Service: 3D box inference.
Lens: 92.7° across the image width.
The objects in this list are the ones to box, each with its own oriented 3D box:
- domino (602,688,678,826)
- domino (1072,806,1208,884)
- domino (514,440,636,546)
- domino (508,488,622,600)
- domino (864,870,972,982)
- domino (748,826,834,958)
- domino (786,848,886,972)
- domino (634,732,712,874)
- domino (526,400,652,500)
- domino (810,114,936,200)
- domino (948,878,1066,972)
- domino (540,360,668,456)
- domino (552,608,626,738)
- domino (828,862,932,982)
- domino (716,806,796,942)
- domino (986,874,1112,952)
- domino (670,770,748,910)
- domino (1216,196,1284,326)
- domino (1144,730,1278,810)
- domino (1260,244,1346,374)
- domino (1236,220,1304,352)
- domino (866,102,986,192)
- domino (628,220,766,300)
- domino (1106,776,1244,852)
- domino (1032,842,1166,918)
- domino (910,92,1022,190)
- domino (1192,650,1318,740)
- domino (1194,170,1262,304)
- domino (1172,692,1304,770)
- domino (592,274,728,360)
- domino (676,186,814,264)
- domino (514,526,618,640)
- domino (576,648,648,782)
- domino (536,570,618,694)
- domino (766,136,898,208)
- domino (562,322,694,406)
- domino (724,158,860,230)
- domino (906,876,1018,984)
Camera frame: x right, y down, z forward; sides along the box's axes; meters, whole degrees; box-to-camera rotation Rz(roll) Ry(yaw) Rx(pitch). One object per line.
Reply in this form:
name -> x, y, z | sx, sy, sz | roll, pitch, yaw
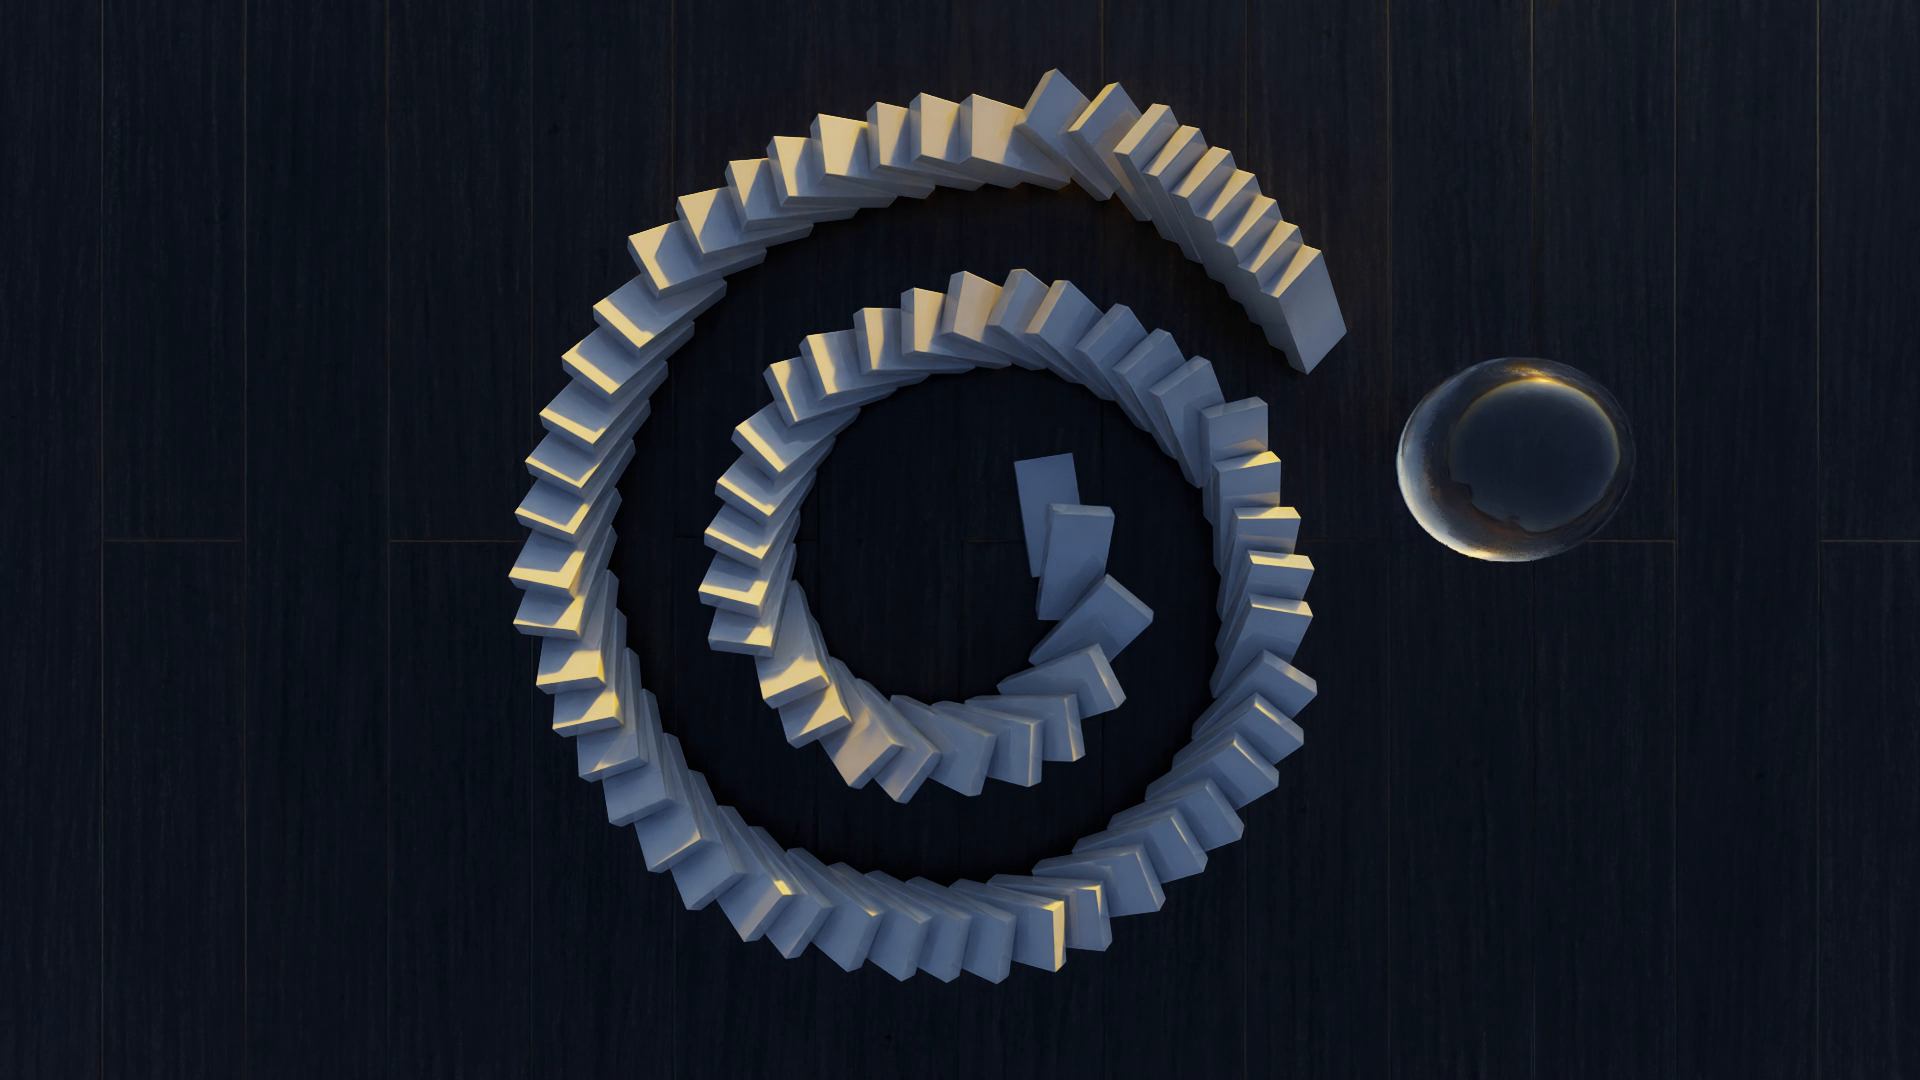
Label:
domino -> -0.137, 0.091, 0.384 | 0.025, 0.009, 0.050 | -23, 61, 0
domino -> 0.074, 0.132, 0.383 | 0.050, 0.010, 0.025 | -31, 91, 31
domino -> -0.160, -0.025, 0.383 | 0.025, 0.009, 0.050 | 20, 60, 0
domino -> -0.164, -0.001, 0.382 | 0.025, 0.009, 0.050 | 11, 59, 3
domino -> -0.021, 0.160, 0.383 | 0.050, 0.010, 0.025 | 13, 90, 33
domino -> -0.078, 0.146, 0.383 | 0.050, 0.009, 0.025 | 35, 90, 31
domino -> -0.057, 0.153, 0.382 | 0.050, 0.010, 0.025 | 24, 92, 32
domino -> -0.124, 0.109, 0.383 | 0.025, 0.010, 0.050 | -32, 60, 2
domino -> -0.154, -0.043, 0.383 | 0.025, 0.010, 0.050 | 25, 60, 1
domino -> -0.036, -0.159, 0.382 | 0.050, 0.010, 0.025 | -5, 84, -31
domino -> 0.019, 0.160, 0.382 | 0.050, 0.009, 0.025 | -1, 93, 34
domino -> -0.148, -0.061, 0.383 | 0.025, 0.009, 0.050 | 29, 60, 2
domino -> -0.154, 0.055, 0.382 | 0.025, 0.009, 0.050 | -12, 57, 0
domino -> -0.037, 0.158, 0.382 | 0.050, 0.009, 0.025 | 18, 93, 33
domino -> -0.092, 0.138, 0.382 | 0.050, 0.010, 0.025 | 41, 93, 31
domino -> 0.037, 0.155, 0.384 | 0.050, 0.009, 0.025 | -8, 90, 29
domino -> -0.111, 0.125, 0.383 | 0.025, 0.010, 0.050 | -38, 60, 2
domino -> 0.125, -0.114, 0.379 | 0.025, 0.050, 0.010 | -47, 46, 0
domino -> 0.104, 0.103, 0.382 | 0.025, 0.010, 0.050 | 44, 122, -4
domino -> 0.143, -0.094, 0.379 | 0.025, 0.050, 0.010 | -47, 46, 0
domino -> 0.133, -0.104, 0.379 | 0.025, 0.050, 0.009 | -47, 46, 0
domino -> -0.014, -0.164, 0.383 | 0.050, 0.010, 0.025 | -3, 90, -31
domino -> -0.110, -0.122, 0.385 | 0.050, 0.010, 0.025 | -30, 90, -26
domino -> 0.089, 0.120, 0.383 | 0.050, 0.009, 0.025 | -34, 91, 31
domino -> 0.057, 0.144, 0.383 | 0.050, 0.009, 0.025 | -22, 90, 31
domino -> 0.003, -0.166, 0.382 | 0.050, 0.010, 0.025 | 1, 88, -32
domino -> 0.122, 0.071, 0.383 | 0.025, 0.009, 0.050 | 32, 121, 0
domino -> 0.116, -0.124, 0.379 | 0.025, 0.050, 0.009 | -47, 46, 0
domino -> 0.115, 0.088, 0.382 | 0.025, 0.009, 0.050 | 39, 123, -3
domino -> -0.125, -0.100, 0.384 | 0.025, 0.010, 0.050 | 42, 62, 0
domino -> -0.090, -0.135, 0.385 | 0.050, 0.009, 0.025 | -24, 90, -25
domino -> -0.164, 0.016, 0.383 | 0.025, 0.009, 0.050 | 6, 59, 0
domino -> -0.146, 0.073, 0.383 | 0.025, 0.009, 0.050 | -18, 60, 0
domino -> -0.159, 0.038, 0.382 | 0.025, 0.009, 0.050 | -8, 58, 2
domino -> -0.053, -0.153, 0.382 | 0.050, 0.010, 0.025 | -13, 88, -32
domino -> -0.138, -0.081, 0.384 | 0.025, 0.009, 0.050 | 37, 61, 1
domino -> -0.070, -0.146, 0.384 | 0.050, 0.009, 0.025 | -17, 90, -27
domino -> -0.002, 0.162, 0.382 | 0.050, 0.009, 0.025 | 9, 91, 33
